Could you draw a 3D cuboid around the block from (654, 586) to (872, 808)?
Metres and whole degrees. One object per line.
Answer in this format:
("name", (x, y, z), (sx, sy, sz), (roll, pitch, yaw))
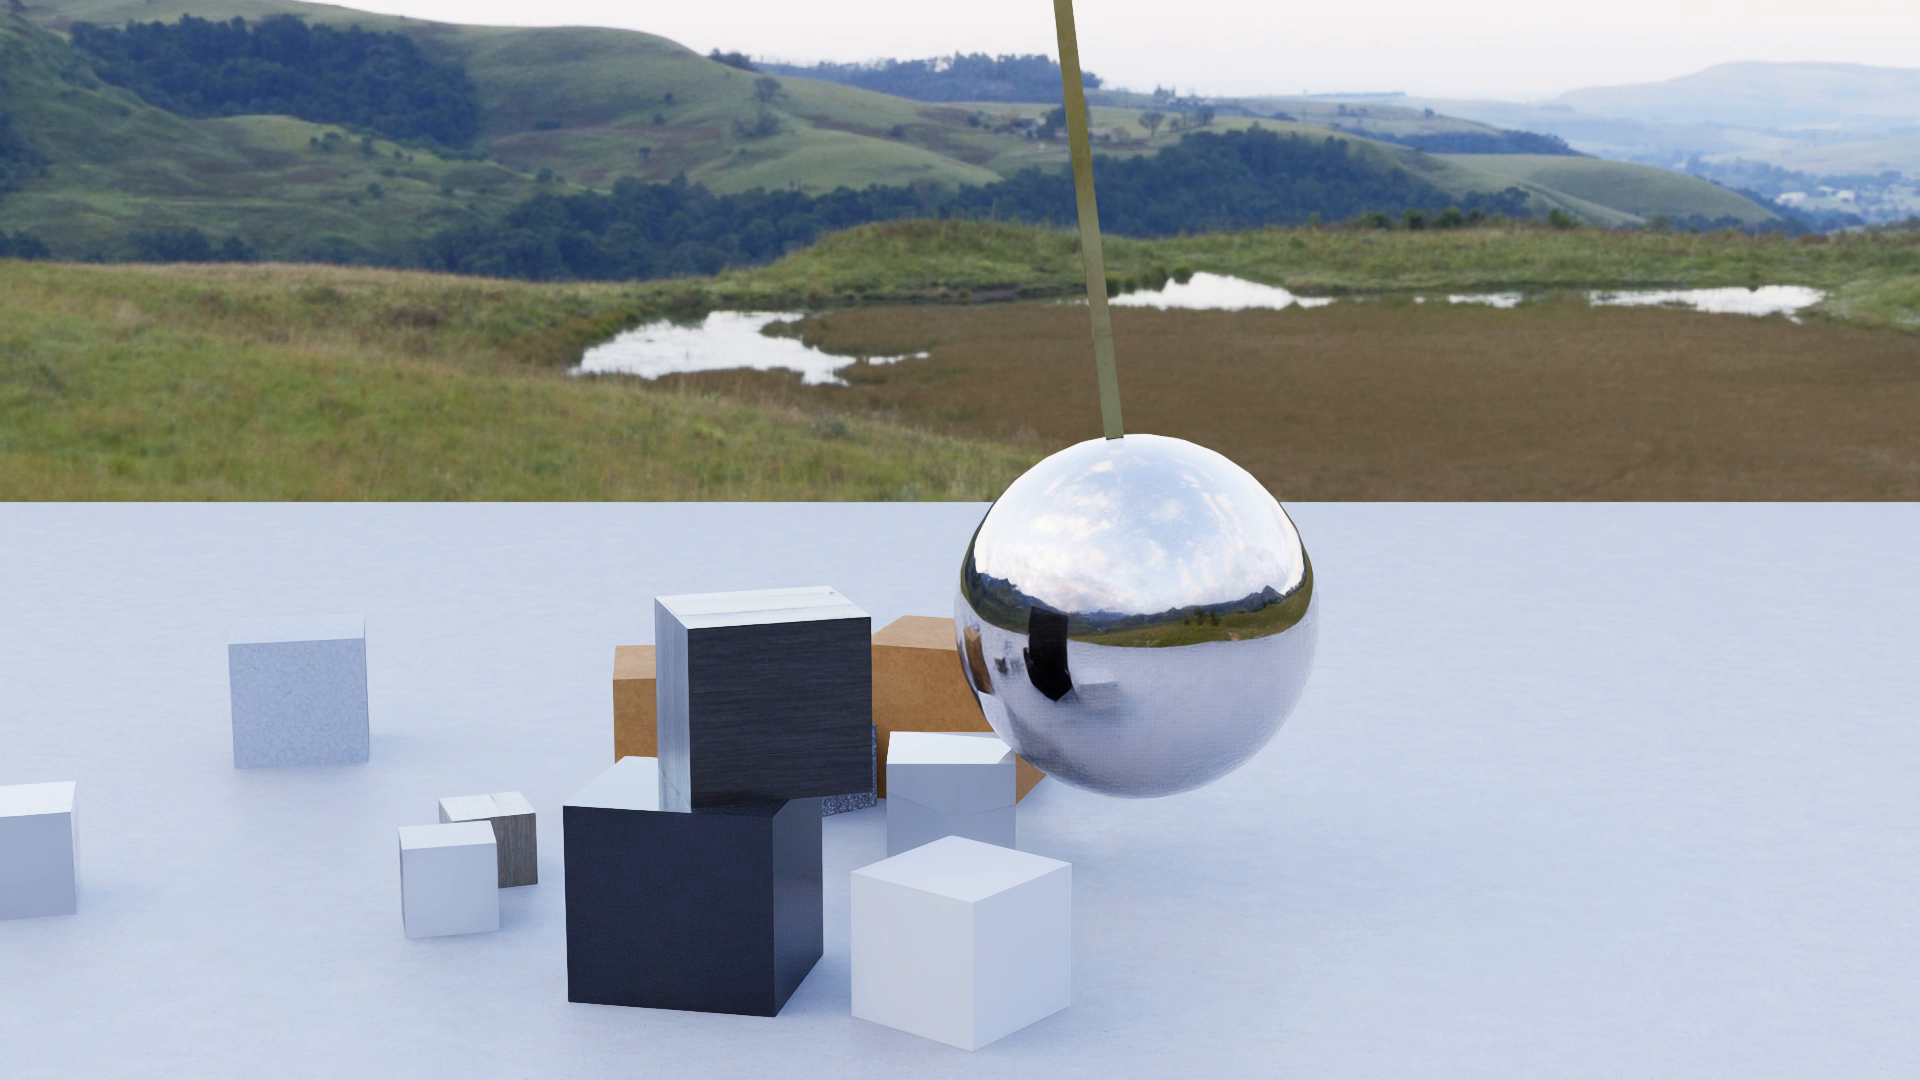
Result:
("block", (-0.771, 0.596, 9.991), (0.711, 0.691, 0.627), (-3, 11, -18))

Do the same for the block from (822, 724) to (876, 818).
("block", (-0.689, 1.082, 12.475), (0.393, 0.409, 0.426), (-8, 13, -37))

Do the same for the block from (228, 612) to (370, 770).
("block", (-3.452, 0.782, 13.436), (0.671, 0.655, 0.635), (-2, 11, -12))

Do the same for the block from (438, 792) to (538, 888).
("block", (-2.086, 1.331, 11.337), (0.362, 0.325, 0.368), (-4, 11, -20))

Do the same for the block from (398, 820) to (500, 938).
("block", (-2.137, 1.415, 10.721), (0.381, 0.380, 0.328), (-3, 11, -15))

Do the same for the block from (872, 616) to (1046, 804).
("block", (-0.020, 0.843, 12.773), (0.775, 0.771, 0.698), (3, 11, 17))

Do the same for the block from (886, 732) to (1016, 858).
("block", (-0.036, 1.195, 11.431), (0.561, 0.559, 0.546), (0, 10, 0))

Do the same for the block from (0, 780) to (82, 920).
("block", (-4.031, 1.331, 10.990), (0.468, 0.449, 0.498), (-3, 11, -16))

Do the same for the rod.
("rod", (0.334, -2.984, 10.638), (0.080, 5.200, 0.080), (-7, 10, 1))

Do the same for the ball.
("ball", (0.771, 0.333, 11.241), (1.600, 1.600, 1.600), (0, 10, 0))

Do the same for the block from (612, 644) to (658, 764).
("block", (-1.315, 0.946, 12.234), (0.643, 0.762, 0.713), (-1, 10, -6))

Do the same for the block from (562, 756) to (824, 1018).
("block", (-1.026, 1.337, 10.029), (0.820, 0.781, 0.727), (2, 11, 11))

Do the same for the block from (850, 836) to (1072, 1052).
("block", (0.006, 1.509, 9.691), (0.583, 0.564, 0.602), (8, 13, 38))
